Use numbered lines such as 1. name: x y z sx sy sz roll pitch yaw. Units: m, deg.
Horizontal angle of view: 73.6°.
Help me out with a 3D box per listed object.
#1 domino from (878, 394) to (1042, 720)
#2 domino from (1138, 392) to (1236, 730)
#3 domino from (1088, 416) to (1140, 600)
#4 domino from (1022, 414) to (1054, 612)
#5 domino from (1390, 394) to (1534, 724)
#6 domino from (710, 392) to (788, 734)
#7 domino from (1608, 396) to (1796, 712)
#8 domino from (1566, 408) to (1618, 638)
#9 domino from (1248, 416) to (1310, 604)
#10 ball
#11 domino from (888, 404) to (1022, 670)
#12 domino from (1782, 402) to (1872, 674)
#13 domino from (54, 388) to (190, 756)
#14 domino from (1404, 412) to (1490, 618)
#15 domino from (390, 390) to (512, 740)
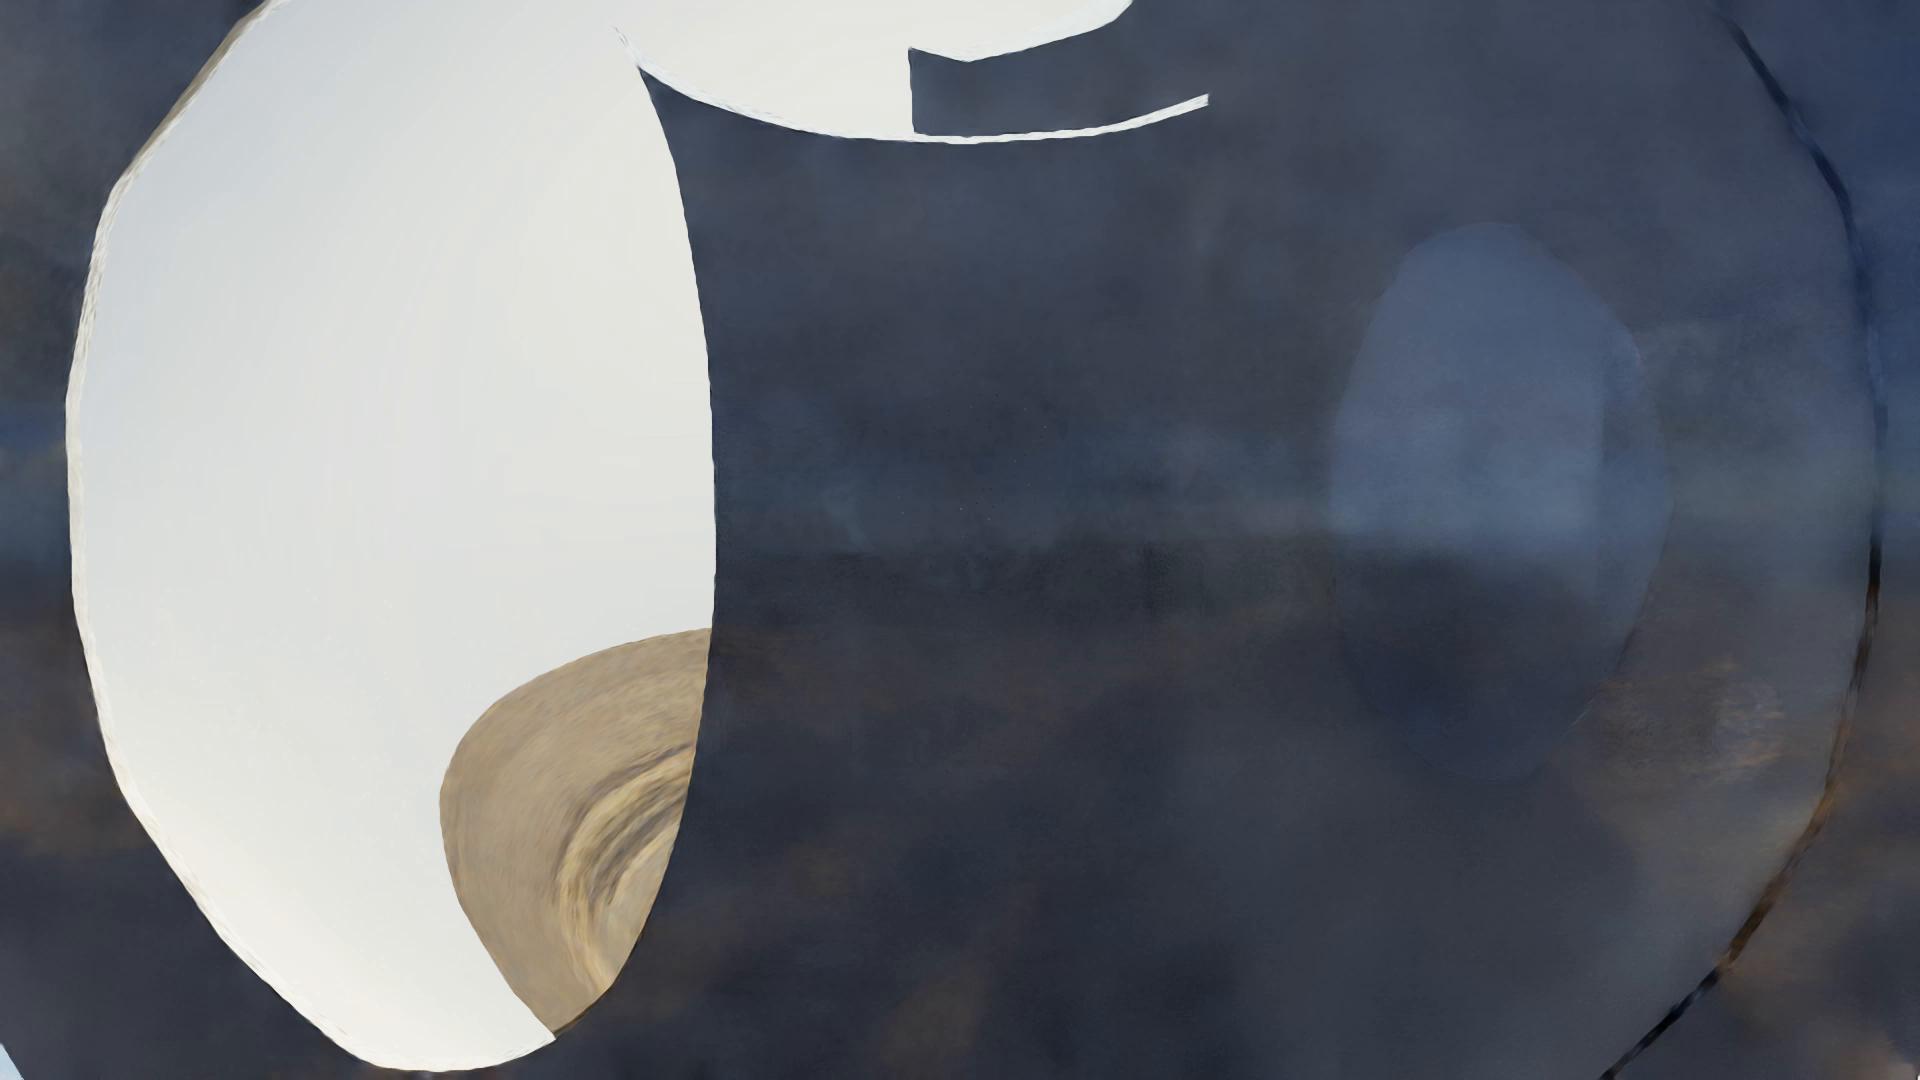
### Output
1. domino: 0.000 0.002 0.201 0.025 0.050 0.010 0 4 0
2. domino: 0.035 0.002 0.202 0.010 0.050 0.025 0 4 -2
3. domino: 0.044 -0.010 0.361 0.009 0.050 0.025 -1 4 -9
4. domino: 0.011 -0.007 0.334 0.025 0.050 0.009 2 5 23
5. domino: 0.080 0.002 0.206 0.010 0.050 0.025 -1 4 -7
6. domino: -0.032 0.003 0.200 0.010 0.050 0.025 0 4 -4
7. domino: 0.124 0.001 0.215 0.010 0.050 0.025 -2 5 -22
8. domino: 0.150 -0.004 0.288 0.025 0.050 0.010 -2 5 -26
9. domino: 0.087 -0.009 0.351 0.009 0.050 0.025 2 5 28
10. ball: 0.000 -0.002 0.056 0.080 0.080 0.080 0 4 0
11. domino: -0.001 -0.001 0.246 0.025 0.050 0.010 0 4 -1
12. domino: 0.156 -0.001 0.245 0.025 0.050 0.010 2 5 21
13. domino: -0.121 0.004 0.187 0.009 0.050 0.025 -2 5 -21
14. domino: 0.123 -0.007 0.324 0.025 0.050 0.009 -4 6 -45
15. domino: -0.077 0.003 0.196 0.009 0.050 0.025 0 4 -6
